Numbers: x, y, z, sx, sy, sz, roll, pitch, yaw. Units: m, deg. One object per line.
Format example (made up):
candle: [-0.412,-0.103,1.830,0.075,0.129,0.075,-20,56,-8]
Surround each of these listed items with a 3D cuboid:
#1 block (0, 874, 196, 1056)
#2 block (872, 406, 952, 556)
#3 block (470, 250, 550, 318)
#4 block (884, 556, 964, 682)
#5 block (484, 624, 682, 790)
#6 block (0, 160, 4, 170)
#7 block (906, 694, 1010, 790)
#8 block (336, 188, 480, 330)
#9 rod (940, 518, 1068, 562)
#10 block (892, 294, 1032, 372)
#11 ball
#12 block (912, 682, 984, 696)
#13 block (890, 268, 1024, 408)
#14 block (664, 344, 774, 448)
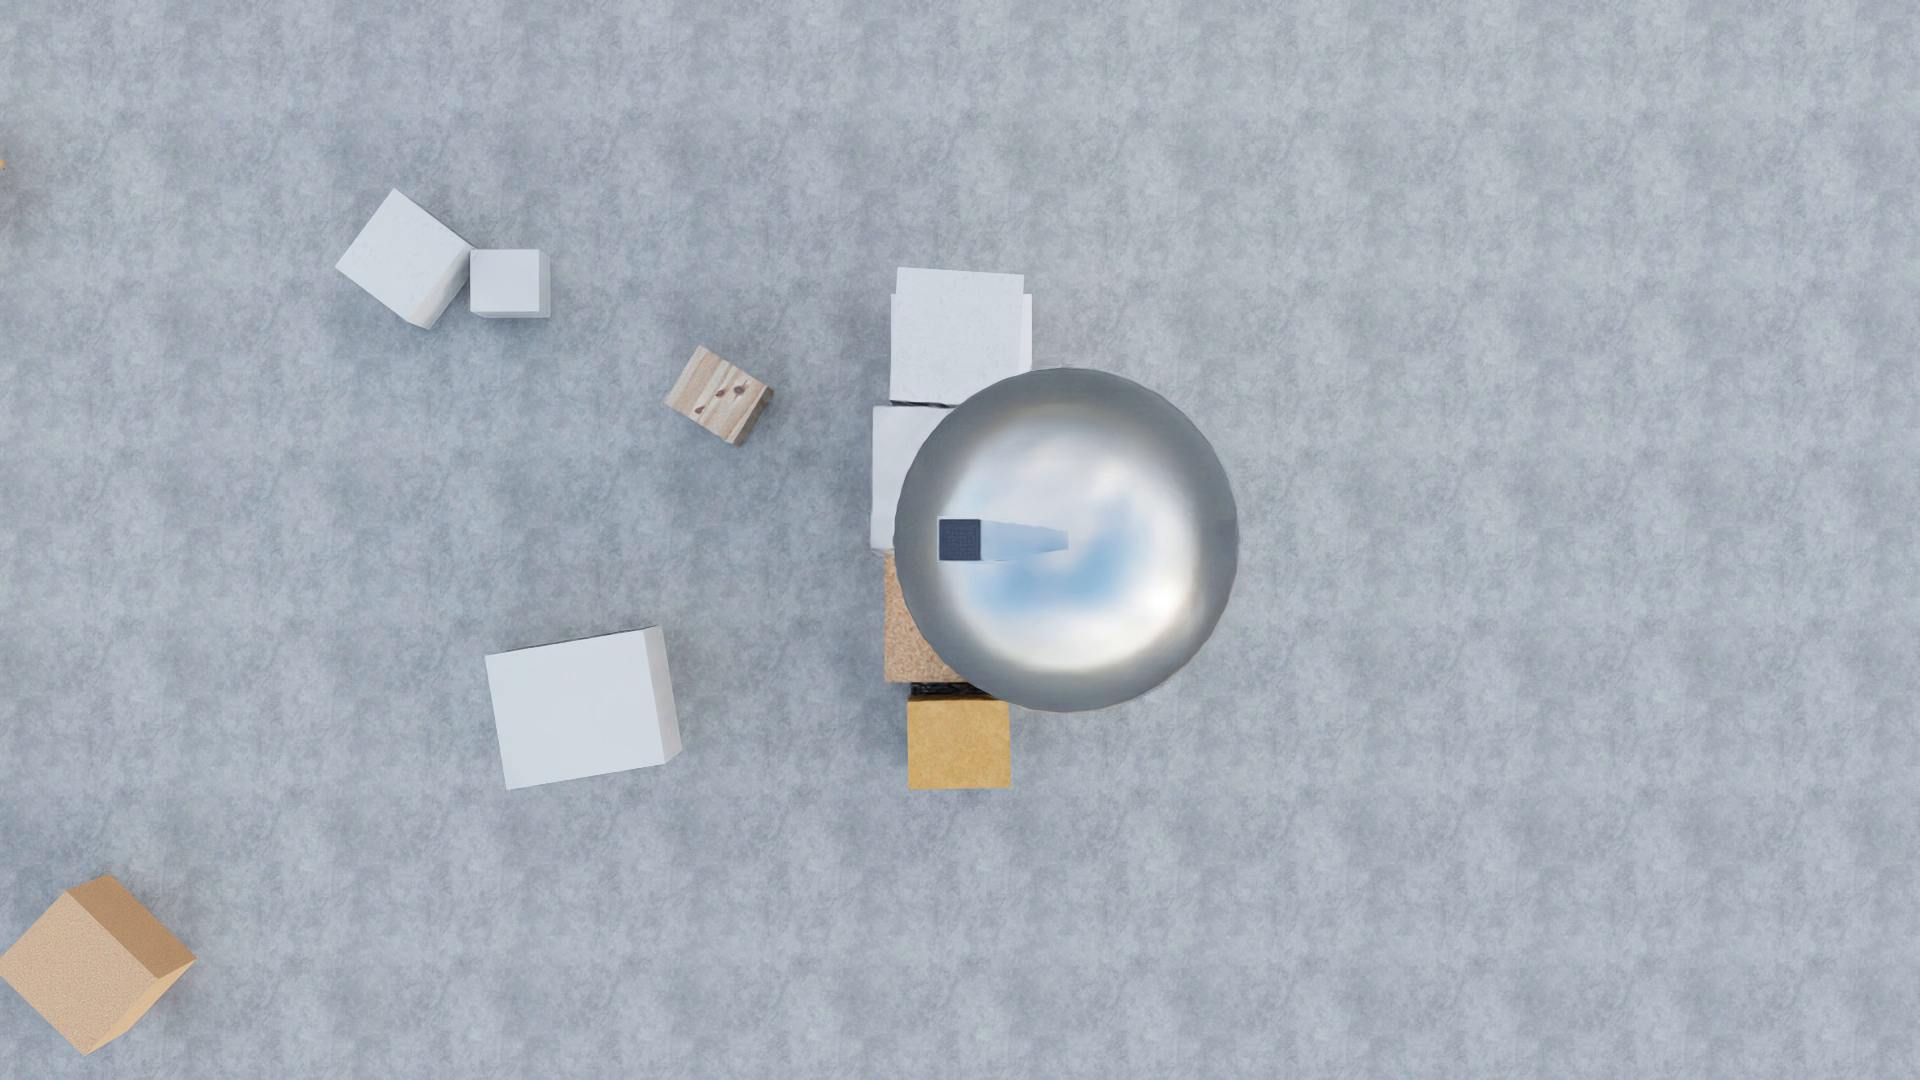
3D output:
block: [-4.977,2.438,12.684,0.722,0.632,0.598,44,90,0]
block: [-0.064,-0.298,11.763,0.781,0.734,0.736,1,87,0]
block: [-2.617,-1.491,12.818,0.392,0.363,0.355,0,90,0]
block: [0.002,0.390,12.557,0.837,0.887,0.790,0,90,0]
block: [-2.143,0.945,12.619,0.894,0.762,0.755,-9,90,0]
block: [-5.929,-2.079,12.625,0.582,0.499,0.521,23,90,-37]
block: [-0.006,1.111,12.179,0.554,0.485,0.477,-1,90,0]
block: [-3.174,-1.619,12.739,0.516,0.521,0.561,37,90,0]
rod: [0.212,0.000,6.771,0.080,5.200,0.080,0,90,5]
block: [0.007,-0.950,12.576,0.777,0.849,0.819,0,90,0]
ball: [0.488,0.000,10.160,1.600,1.600,1.600,0,90,0]
block: [-0.004,1.076,12.711,0.546,0.578,0.565,0,90,0]
block: [-0.016,-1.052,11.784,0.658,0.735,0.692,4,90,0]
block: [-1.391,-0.829,12.760,0.456,0.479,0.387,31,90,0]
